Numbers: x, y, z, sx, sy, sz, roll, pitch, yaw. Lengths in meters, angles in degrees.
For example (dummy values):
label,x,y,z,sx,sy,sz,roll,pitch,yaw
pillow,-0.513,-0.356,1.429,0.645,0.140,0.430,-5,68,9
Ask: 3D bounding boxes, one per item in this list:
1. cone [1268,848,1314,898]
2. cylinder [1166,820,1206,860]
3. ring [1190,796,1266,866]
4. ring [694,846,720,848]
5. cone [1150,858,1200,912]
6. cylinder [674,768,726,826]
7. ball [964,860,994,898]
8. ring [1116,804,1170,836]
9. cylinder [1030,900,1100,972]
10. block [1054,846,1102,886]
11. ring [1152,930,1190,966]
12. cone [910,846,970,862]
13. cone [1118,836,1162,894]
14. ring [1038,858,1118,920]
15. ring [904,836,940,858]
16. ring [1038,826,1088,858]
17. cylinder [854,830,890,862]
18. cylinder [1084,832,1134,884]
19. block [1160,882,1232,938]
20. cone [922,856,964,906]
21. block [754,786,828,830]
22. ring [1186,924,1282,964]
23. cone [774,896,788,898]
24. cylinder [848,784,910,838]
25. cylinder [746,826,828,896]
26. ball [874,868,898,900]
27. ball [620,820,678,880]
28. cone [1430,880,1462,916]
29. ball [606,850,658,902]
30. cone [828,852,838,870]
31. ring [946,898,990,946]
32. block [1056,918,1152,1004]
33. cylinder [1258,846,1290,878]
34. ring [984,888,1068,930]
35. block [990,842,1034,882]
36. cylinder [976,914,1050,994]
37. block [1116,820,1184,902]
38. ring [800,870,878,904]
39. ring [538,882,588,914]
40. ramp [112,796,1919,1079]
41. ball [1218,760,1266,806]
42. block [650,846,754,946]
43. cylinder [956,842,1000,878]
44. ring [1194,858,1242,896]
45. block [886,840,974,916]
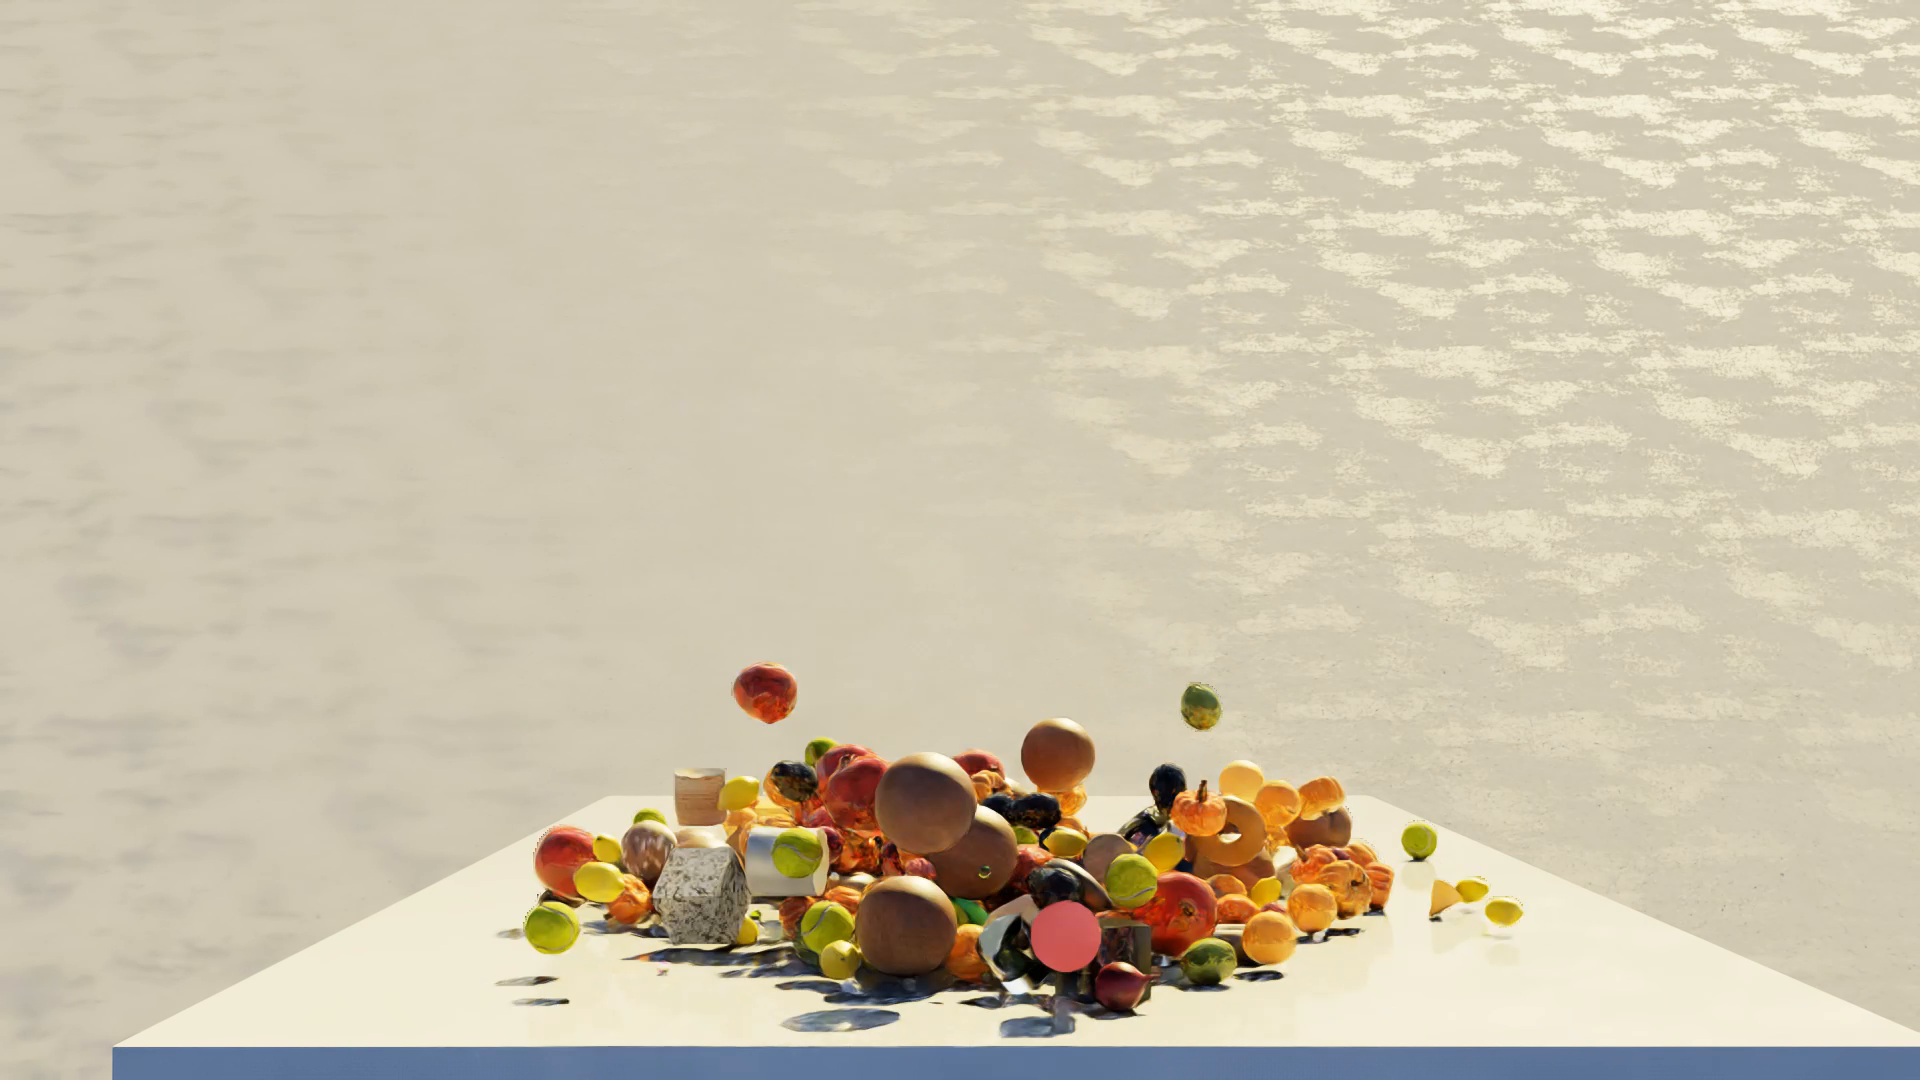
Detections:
label,x,y,z,sx,sy,sz,roll,pitch,yaw
cone,0.512,0.533,4.162,0.082,0.082,0.082,27,9,33
cylinder,0.434,0.572,4.950,0.074,0.074,0.074,4,35,-1
ring,0.404,0.439,3.921,0.117,0.117,0.039,10,28,14
ring,-0.485,0.604,5.004,0.080,0.027,0.080,0,-2,0
cone,0.330,0.570,4.155,0.095,0.095,0.095,8,27,11
cylinder,-0.440,0.436,4.402,0.085,0.085,0.085,-1,6,0
ball,0.023,0.541,4.141,0.060,0.060,0.060,0,35,0
ring,0.346,0.561,4.996,0.139,0.139,0.046,-29,72,-35
cylinder,0.125,0.467,3.059,0.082,0.082,0.082,2,-8,3
block,0.166,0.493,3.811,0.058,0.058,0.058,-34,68,1
ring,0.256,0.553,3.514,0.113,0.038,0.113,-1,0,0
cone,-0.024,0.538,4.303,0.087,0.087,0.087,-20,31,17
cone,0.271,0.469,3.821,0.077,0.077,0.077,13,9,-2
ring,0.158,0.482,3.491,0.129,0.129,0.043,30,63,36
ring,-0.058,0.569,4.606,0.094,0.094,0.031,21,33,27
ring,0.156,0.455,3.885,0.080,0.027,0.080,10,21,-4
cylinder,-0.165,0.565,4.866,0.055,0.055,0.055,-10,30,6
cylinder,0.205,0.438,3.581,0.069,0.069,0.069,3,-4,4
block,0.341,0.536,3.750,0.068,0.068,0.068,-1,70,39
cone,-0.036,0.529,3.974,0.068,0.068,0.068,11,69,16
block,-0.325,0.532,4.986,0.087,0.087,0.087,-5,21,33
ring,0.373,0.551,3.552,0.133,0.044,0.133,-1,-3,0
cone,-0.308,0.580,4.378,0.081,0.081,0.081,4,61,-8
cylinder,-0.127,0.428,4.099,0.069,0.069,0.069,-30,11,44
cylinder,-0.244,0.456,3.678,0.097,0.097,0.097,0,34,11
ball,-0.115,0.570,4.313,0.052,0.052,0.052,0,35,0
ball,-0.488,0.487,4.076,0.092,0.092,0.092,0,35,0
cone,0.748,0.568,4.057,0.054,0.054,0.054,26,67,32
ball,-0.534,0.548,4.275,0.094,0.094,0.094,0,35,0
cone,-0.233,0.551,4.383,0.095,0.095,0.095,0,-2,0
ring,0.017,0.516,3.492,0.083,0.083,0.028,26,59,33
block,0.176,0.517,3.196,0.090,0.090,0.090,1,-2,-19
cylinder,0.562,0.574,4.628,0.053,0.053,0.053,-3,34,13
ring,0.086,0.491,3.390,0.117,0.117,0.039,-17,71,-23
block,0.091,0.574,4.635,0.064,0.064,0.064,1,-2,-18
cylinder,0.067,0.512,3.214,0.070,0.070,0.070,-31,23,15
block,0.275,0.488,3.943,0.078,0.078,0.078,43,65,0
ring,-0.203,0.573,4.285,0.134,0.045,0.134,1,-1,0
ring,-0.619,0.559,4.057,0.081,0.081,0.027,-12,64,-17
ramp,0.077,0.662,4.825,2.000,0.100,4.000,0,-2,0
ball,0.516,0.446,4.753,0.086,0.086,0.086,0,35,0
block,-0.363,0.503,3.670,0.096,0.096,0.096,-5,37,20
cylinder,0.021,0.567,4.564,0.070,0.070,0.070,4,28,-36
ring,0.425,0.564,4.317,0.087,0.029,0.087,6,36,-5
block,-0.046,0.530,4.068,0.083,0.083,0.083,-7,71,-55
